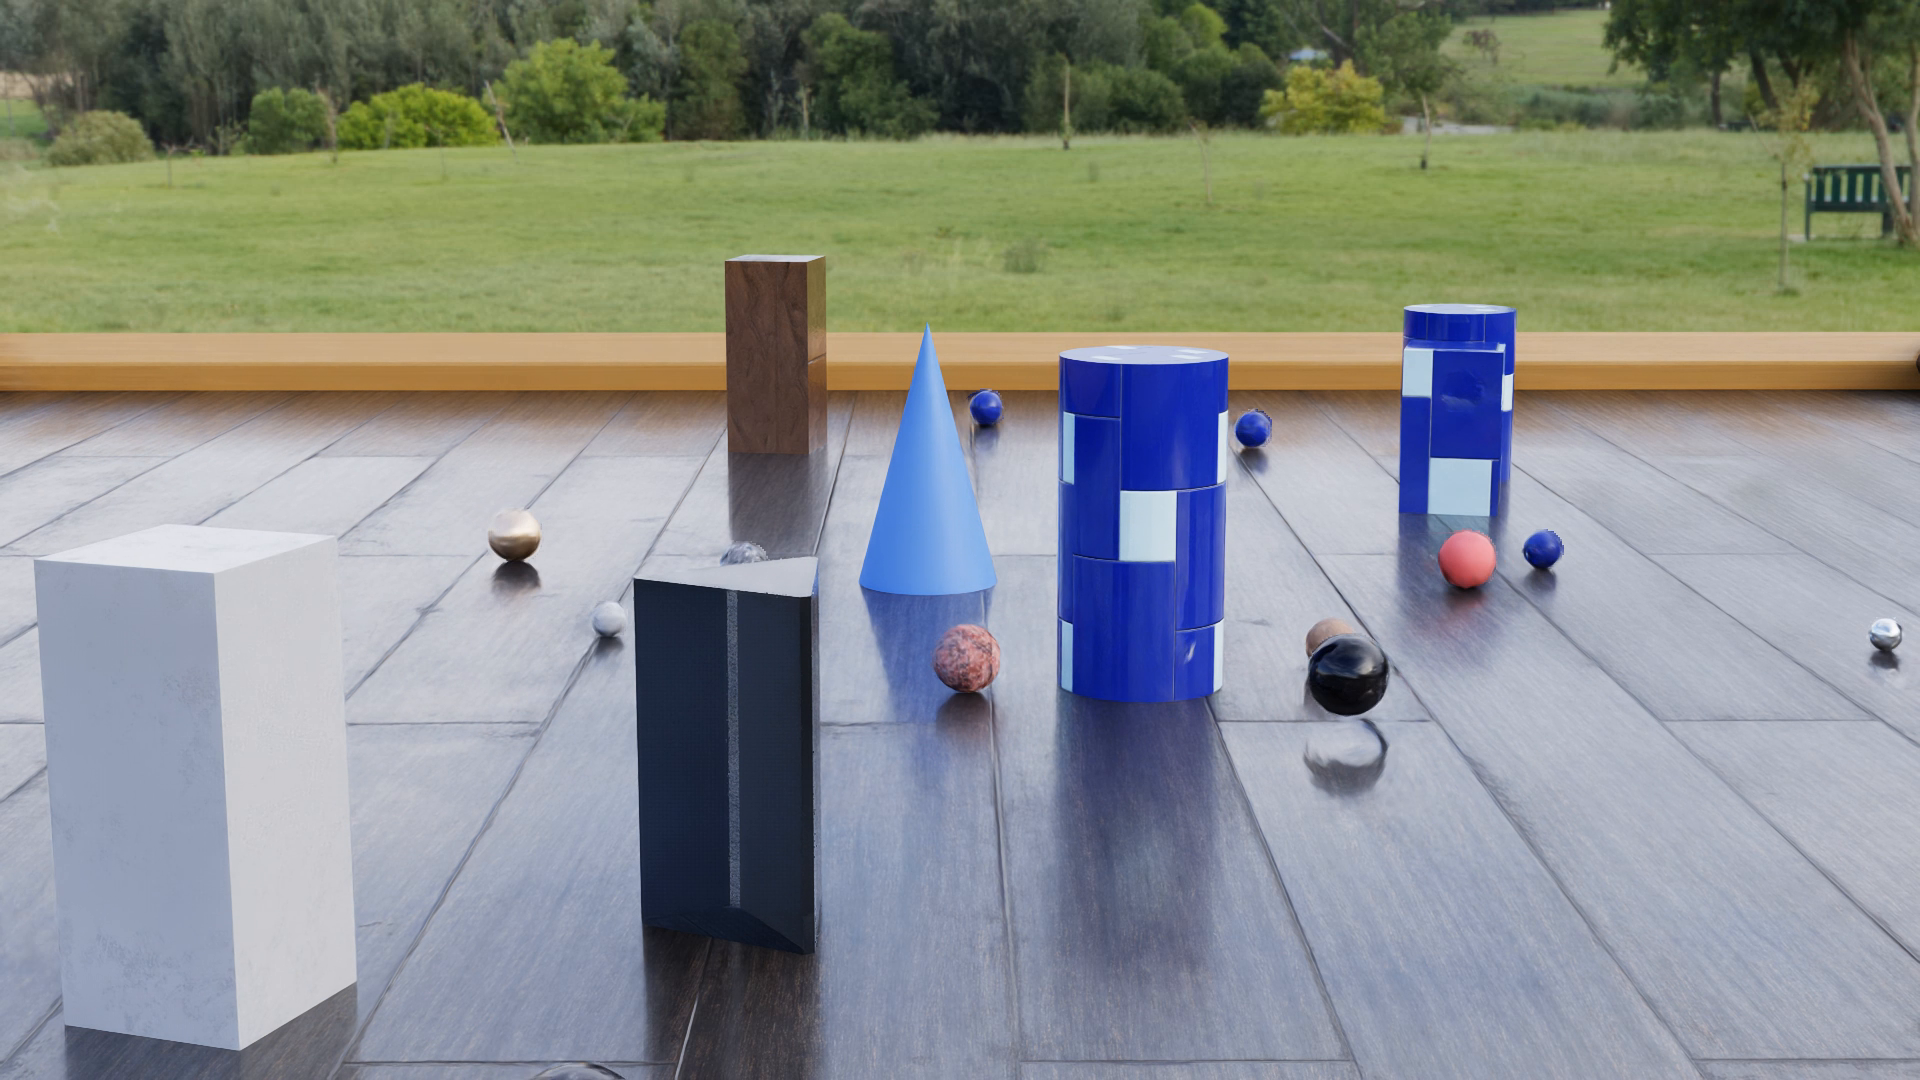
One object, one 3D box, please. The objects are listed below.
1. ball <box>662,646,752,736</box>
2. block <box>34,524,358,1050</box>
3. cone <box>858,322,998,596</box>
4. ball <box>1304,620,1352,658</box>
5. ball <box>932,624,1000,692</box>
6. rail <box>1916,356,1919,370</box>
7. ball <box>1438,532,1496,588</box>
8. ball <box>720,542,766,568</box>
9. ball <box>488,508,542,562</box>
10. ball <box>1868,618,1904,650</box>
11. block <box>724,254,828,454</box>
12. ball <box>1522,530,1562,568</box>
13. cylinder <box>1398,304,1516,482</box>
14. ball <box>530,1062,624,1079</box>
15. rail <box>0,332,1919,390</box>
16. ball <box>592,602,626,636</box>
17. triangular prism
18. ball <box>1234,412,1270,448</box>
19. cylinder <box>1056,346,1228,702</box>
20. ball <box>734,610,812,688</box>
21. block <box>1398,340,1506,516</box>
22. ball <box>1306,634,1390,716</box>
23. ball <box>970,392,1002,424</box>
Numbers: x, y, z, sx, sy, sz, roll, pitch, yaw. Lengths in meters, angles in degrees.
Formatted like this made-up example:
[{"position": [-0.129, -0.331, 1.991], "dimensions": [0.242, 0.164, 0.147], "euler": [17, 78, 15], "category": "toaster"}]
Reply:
[{"position": [-0.277, 0.166, 2.818], "dimensions": [0.099, 0.099, 0.099], "euler": [0, 10, 0], "category": "ball"}, {"position": [-0.587, 0.185, 1.987], "dimensions": [0.159, 0.365, 0.159], "euler": [4, 11, 19], "category": "block"}, {"position": [-0.046, -0.124, 3.637], "dimensions": [0.198, 0.372, 0.198], "euler": [0, 10, 0], "category": "cone"}, {"position": [0.452, 0.127, 3.132], "dimensions": [0.061, 0.061, 0.061], "euler": [0, 10, 0], "category": "ball"}, {"position": [0.008, 0.139, 3.015], "dimensions": [0.081, 0.081, 0.081], "euler": [0, 10, 0], "category": "ball"}, {"position": [2.193, 0.031, 3.461], "dimensions": [0.045, 0.129, 4.824], "euler": [0, 10, 0], "category": "rail"}, {"position": [0.715, 0.028, 3.618], "dimensions": [0.080, 0.080, 0.080], "euler": [0, 10, 0], "category": "ball"}, {"position": [-0.303, 0.038, 3.596], "dimensions": [0.068, 0.068, 0.068], "euler": [0, 10, 0], "category": "ball"}, {"position": [-0.662, -0.008, 3.812], "dimensions": [0.079, 0.079, 0.079], "euler": [0, 10, 0], "category": "ball"}, {"position": [1.166, 0.119, 3.233], "dimensions": [0.041, 0.041, 0.041], "euler": [0, 10, 0], "category": "ball"}, {"position": [-0.351, -0.358, 4.925], "dimensions": [0.159, 0.364, 0.159], "euler": [2, 11, 10], "category": "block"}, {"position": [0.853, 0.014, 3.760], "dimensions": [0.055, 0.055, 0.055], "euler": [0, 10, 0], "category": "ball"}, {"position": [0.888, -0.263, 4.584], "dimensions": [0.198, 0.300, 0.198], "euler": [0, 10, 0], "category": "cylinder"}, {"position": [-0.247, 0.384, 1.651], "dimensions": [0.095, 0.095, 0.095], "euler": [0, 10, 0], "category": "ball"}, {"position": [-0.014, -0.401, 5.797], "dimensions": [4.433, 0.129, 0.045], "euler": [0, 10, 0], "category": "rail"}, {"position": [-0.453, 0.102, 3.313], "dimensions": [0.045, 0.045, 0.045], "euler": [0, 10, 0], "category": "ball"}, {"position": [-0.164, 0.176, 2.207], "dimensions": [0.172, 0.303, 0.149], "euler": [6, 12, 28], "category": "triangular prism"}, {"position": [0.564, -0.213, 4.945], "dimensions": [0.070, 0.070, 0.070], "euler": [0, 10, 0], "category": "ball"}, {"position": [0.215, -0.023, 3.033], "dimensions": [0.198, 0.393, 0.198], "euler": [0, 10, 0], "category": "cylinder"}, {"position": [-0.222, 0.129, 3.041], "dimensions": [0.091, 0.091, 0.091], "euler": [0, 10, 0], "category": "ball"}, {"position": [0.820, -0.188, 4.267], "dimensions": [0.159, 0.269, 0.159], "euler": [2, 11, 13], "category": "block"}, {"position": [0.440, 0.153, 2.906], "dimensions": [0.093, 0.093, 0.093], "euler": [0, 10, 0], "category": "ball"}, {"position": [0.054, -0.271, 5.263], "dimensions": [0.069, 0.069, 0.069], "euler": [0, 10, 0], "category": "ball"}]
